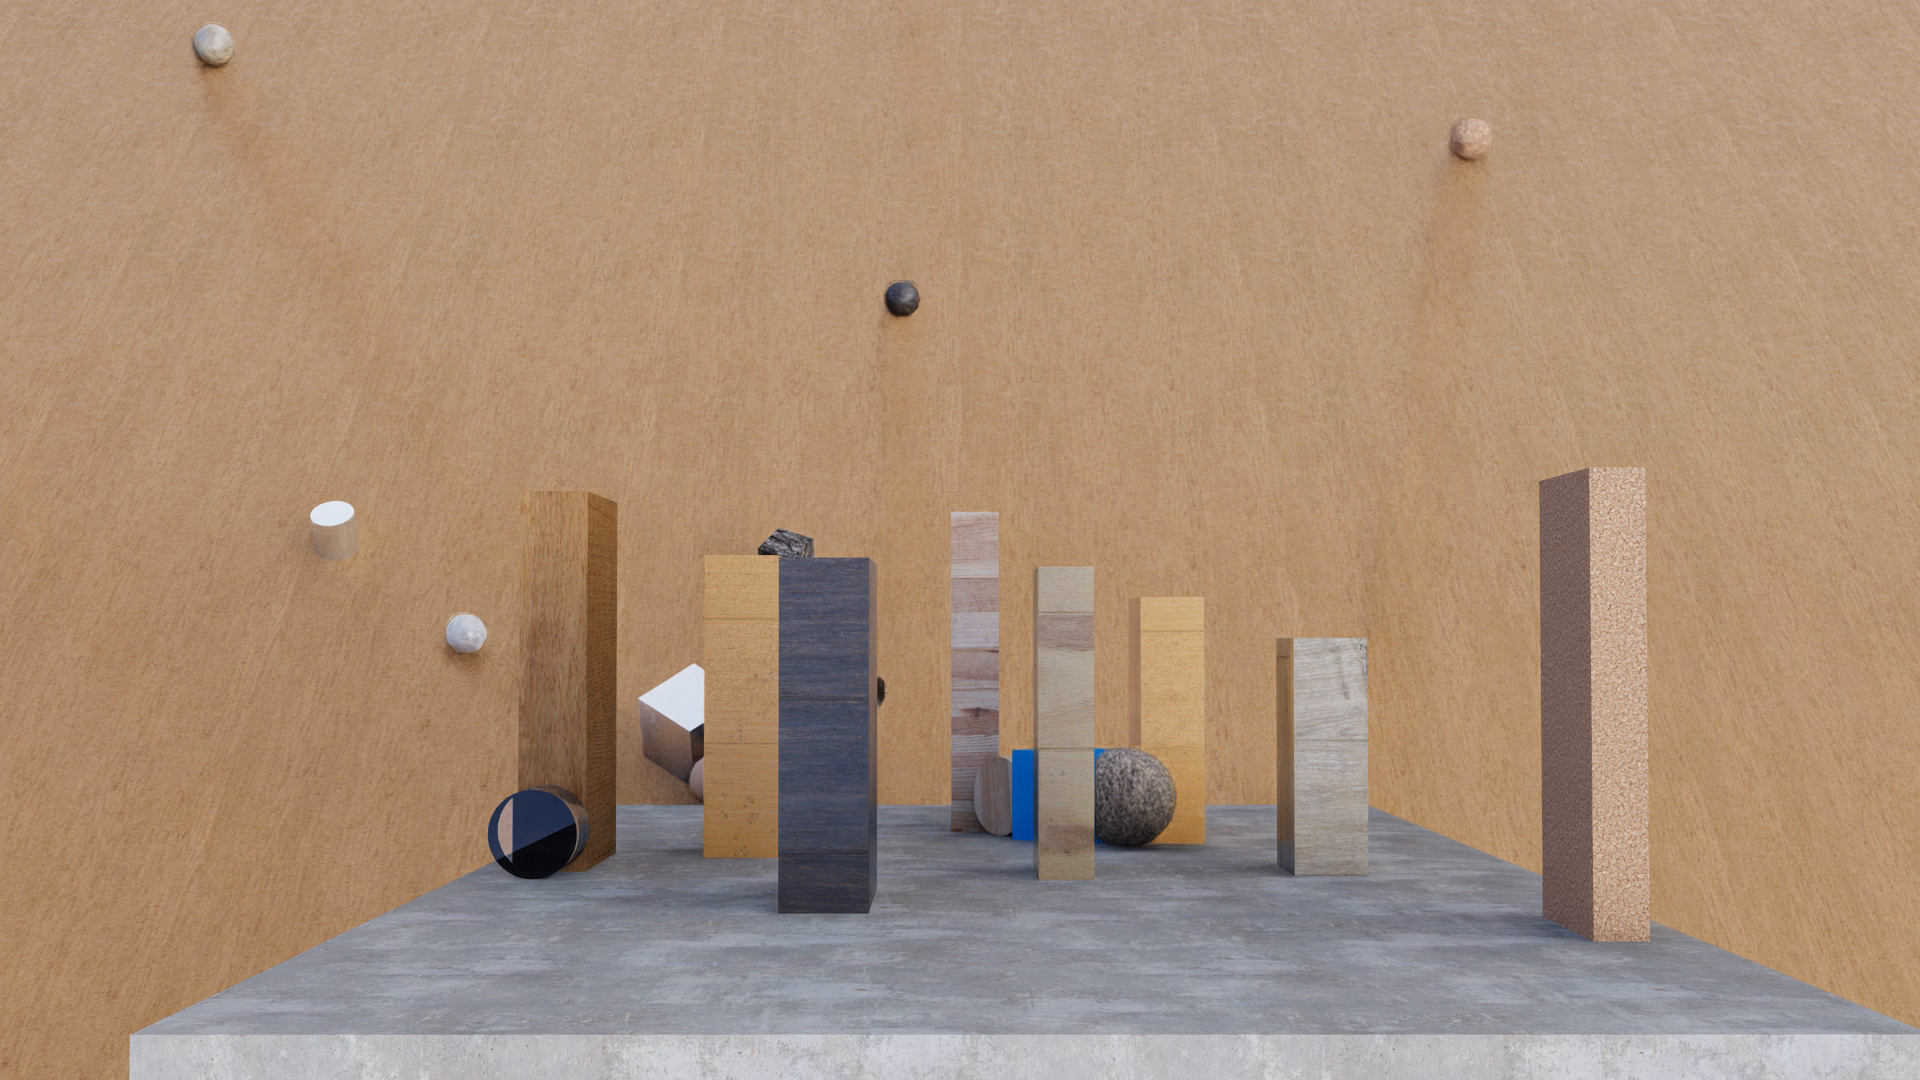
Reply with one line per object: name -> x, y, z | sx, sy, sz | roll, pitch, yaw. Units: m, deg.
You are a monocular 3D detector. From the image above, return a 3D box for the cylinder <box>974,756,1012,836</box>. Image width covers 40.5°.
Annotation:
cylinder -> 0.154, 0.573, 5.848 | 0.177, 0.177, 0.177 | 2, 29, -39

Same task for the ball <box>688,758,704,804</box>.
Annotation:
ball -> -0.655, 0.645, 6.970 | 0.142, 0.142, 0.142 | 0, 36, 0

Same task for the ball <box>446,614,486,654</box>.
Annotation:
ball -> -1.427, 0.270, 7.509 | 0.115, 0.115, 0.115 | 0, 36, 0

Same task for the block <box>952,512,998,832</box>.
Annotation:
block -> 0.034, 0.306, 6.080 | 0.109, 0.729, 0.323 | 0, -2, 0

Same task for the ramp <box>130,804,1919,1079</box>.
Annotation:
ramp -> 0.079, 0.675, 4.880 | 2.000, 0.100, 4.000 | 0, -2, 0

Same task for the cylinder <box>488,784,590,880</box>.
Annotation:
cylinder -> -0.781, 0.541, 4.831 | 0.164, 0.164, 0.164 | 0, -2, 0

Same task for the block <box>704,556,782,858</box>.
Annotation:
block -> -0.440, 0.341, 5.408 | 0.149, 0.608, 0.368 | 0, -2, 0

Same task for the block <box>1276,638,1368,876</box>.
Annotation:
block -> 0.688, 0.407, 4.951 | 0.137, 0.440, 0.267 | 0, -2, 0

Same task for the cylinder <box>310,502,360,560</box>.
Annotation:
cylinder -> -1.900, -0.028, 7.907 | 0.129, 0.129, 0.129 | 0, 36, 0

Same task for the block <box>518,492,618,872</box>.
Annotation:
block -> -0.771, 0.275, 5.137 | 0.129, 0.719, 0.428 | 0, -2, 0

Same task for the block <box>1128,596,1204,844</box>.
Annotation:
block -> 0.457, 0.394, 5.782 | 0.136, 0.529, 0.398 | 0, -2, 0

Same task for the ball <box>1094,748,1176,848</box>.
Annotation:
ball -> 0.352, 0.543, 5.480 | 0.209, 0.209, 0.209 | 0, 36, 0

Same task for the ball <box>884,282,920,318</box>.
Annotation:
ball -> -0.201, -0.836, 9.023 | 0.123, 0.123, 0.123 | 0, 36, 0

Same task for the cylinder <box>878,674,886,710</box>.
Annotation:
cylinder -> -0.341, 0.396, 7.267 | 0.196, 0.196, 0.196 | -19, 40, -24

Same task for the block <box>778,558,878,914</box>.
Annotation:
block -> -0.218, 0.321, 4.376 | 0.145, 0.570, 0.425 | 0, -2, 0

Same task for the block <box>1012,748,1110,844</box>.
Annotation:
block -> 0.252, 0.558, 5.688 | 0.195, 0.195, 0.195 | 2, -3, -39

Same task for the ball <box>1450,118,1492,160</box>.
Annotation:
ball -> 1.958, -1.538, 9.960 | 0.159, 0.159, 0.159 | 0, 36, 0

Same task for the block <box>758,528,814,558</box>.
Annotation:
block -> -0.519, 0.060, 7.793 | 0.121, 0.121, 0.121 | 18, 40, 23

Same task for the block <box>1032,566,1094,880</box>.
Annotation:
block -> 0.193, 0.340, 4.901 | 0.102, 0.571, 0.319 | 0, -2, 0

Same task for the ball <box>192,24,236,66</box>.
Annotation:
ball -> -3.046, -2.019, 10.614 | 0.168, 0.168, 0.168 | 0, 36, 0

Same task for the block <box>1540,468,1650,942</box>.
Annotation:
block -> 0.960, 0.244, 3.949 | 0.082, 0.689, 0.330 | 0, -2, 0

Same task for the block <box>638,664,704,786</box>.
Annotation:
block -> -0.727, 0.508, 7.105 | 0.205, 0.205, 0.205 | 28, 44, 33
